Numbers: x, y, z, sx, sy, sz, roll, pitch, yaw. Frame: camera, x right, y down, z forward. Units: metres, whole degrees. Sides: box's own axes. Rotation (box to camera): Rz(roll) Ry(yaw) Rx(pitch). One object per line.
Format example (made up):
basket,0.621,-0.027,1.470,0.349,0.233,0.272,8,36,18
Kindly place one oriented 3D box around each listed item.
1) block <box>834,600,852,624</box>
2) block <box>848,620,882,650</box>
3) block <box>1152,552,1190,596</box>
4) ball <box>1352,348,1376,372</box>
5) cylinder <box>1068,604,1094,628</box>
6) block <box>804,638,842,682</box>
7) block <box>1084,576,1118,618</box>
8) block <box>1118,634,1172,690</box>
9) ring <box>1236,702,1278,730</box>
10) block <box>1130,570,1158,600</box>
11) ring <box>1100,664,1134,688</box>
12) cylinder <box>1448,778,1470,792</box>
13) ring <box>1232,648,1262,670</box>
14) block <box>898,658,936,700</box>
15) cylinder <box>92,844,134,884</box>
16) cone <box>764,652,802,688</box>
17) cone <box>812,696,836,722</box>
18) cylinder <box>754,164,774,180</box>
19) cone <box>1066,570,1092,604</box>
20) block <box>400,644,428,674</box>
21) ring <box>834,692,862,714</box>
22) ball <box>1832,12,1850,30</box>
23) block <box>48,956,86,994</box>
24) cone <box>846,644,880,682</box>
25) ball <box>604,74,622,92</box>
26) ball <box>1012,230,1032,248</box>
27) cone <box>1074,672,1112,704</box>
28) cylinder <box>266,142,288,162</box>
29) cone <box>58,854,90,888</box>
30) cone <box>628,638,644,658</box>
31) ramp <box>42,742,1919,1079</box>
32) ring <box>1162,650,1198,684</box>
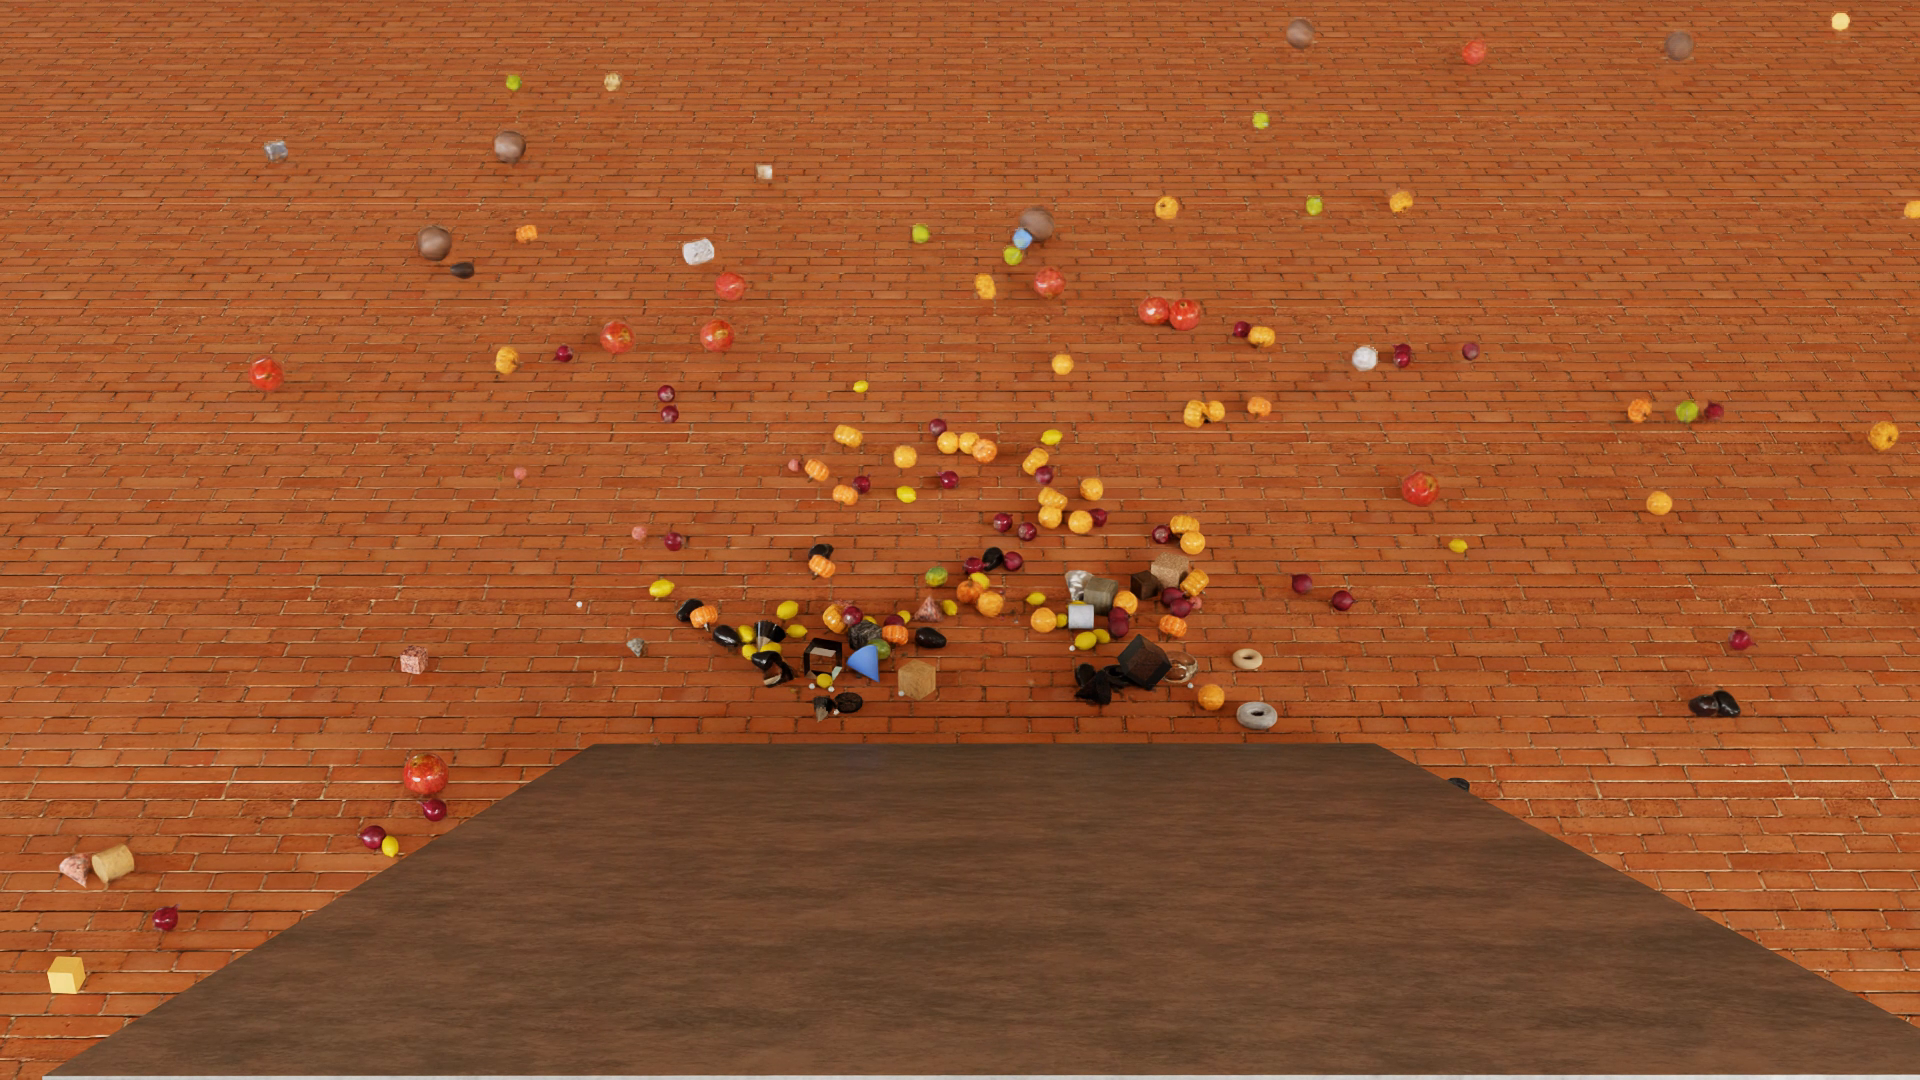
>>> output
block,-0.331,0.204,7.332,0.050,0.050,0.050,1,29,1
block,-0.263,0.272,7.194,0.065,0.065,0.065,25,38,38
block,0.608,0.098,7.487,0.085,0.085,0.085,13,31,22
ball,1.371,-0.612,8.769,0.083,0.083,0.083,0,29,0
cylinder,0.340,0.216,7.290,0.070,0.070,0.070,0,29,0
block,-0.375,0.328,7.075,0.082,0.082,0.082,9,30,15
block,0.402,0.161,7.380,0.078,0.078,0.078,10,31,18
block,0.501,0.332,7.018,0.092,0.092,0.092,33,17,-26
ring,0.789,0.467,6.871,0.110,0.037,0.110,1,28,0
block,0.531,0.130,7.457,0.057,0.057,0.057,-16,33,-26
ring,0.426,0.372,7.045,0.101,0.034,0.101,1,27,-1
cylinder,1.254,0.642,6.531,0.060,0.060,0.060,0,29,0
ring,0.792,0.328,7.131,0.084,0.028,0.084,1,30,0
block,-0.117,0.378,6.996,0.072,0.072,0.072,21,35,33
cylinder,-2.050,0.783,6.263,0.072,0.072,0.072,-25,38,-37
cone,-0.470,0.363,7.051,0.098,0.098,0.098,14,18,-34
cone,-0.370,0.461,6.889,0.065,0.065,0.065,8,57,13
cylinder,-0.783,-1.472,10.347,0.059,0.059,0.059,6,24,-26
cone,0.339,0.155,7.426,0.099,0.099,0.099,8,57,14
block,-1.499,0.328,7.103,0.054,0.054,0.054,8,30,14
ring,-0.301,0.436,6.936,0.081,0.027,0.081,-1,30,0
ball,4.093,-2.410,12.018,0.081,0.081,0.081,0,29,0
block,-2.039,0.993,5.900,0.058,0.058,0.058,2,29,4
cone,-0.244,0.354,7.068,0.096,0.096,0.096,-19,61,-30
ball,-1.510,-1.993,11.268,0.079,0.079,0.079,0,29,0
ball,0.234,-1.130,9.718,0.071,0.071,0.071,0,29,0
cone,0.346,0.409,6.971,0.092,0.092,0.092,-17,21,26
cylinder,-2.788,-1.586,10.544,0.067,0.067,0.067,-20,35,-31
cone,-2.128,0.811,6.252,0.076,0.076,0.076,-19,61,-30
cone,-0.895,0.307,7.175,0.050,0.050,0.050,-7,57,-13
ramp,0.065,0.583,4.630,2.000,0.100,4.000,0,0,0
ring,0.589,0.347,7.081,0.130,0.043,0.130,-1,30,0
